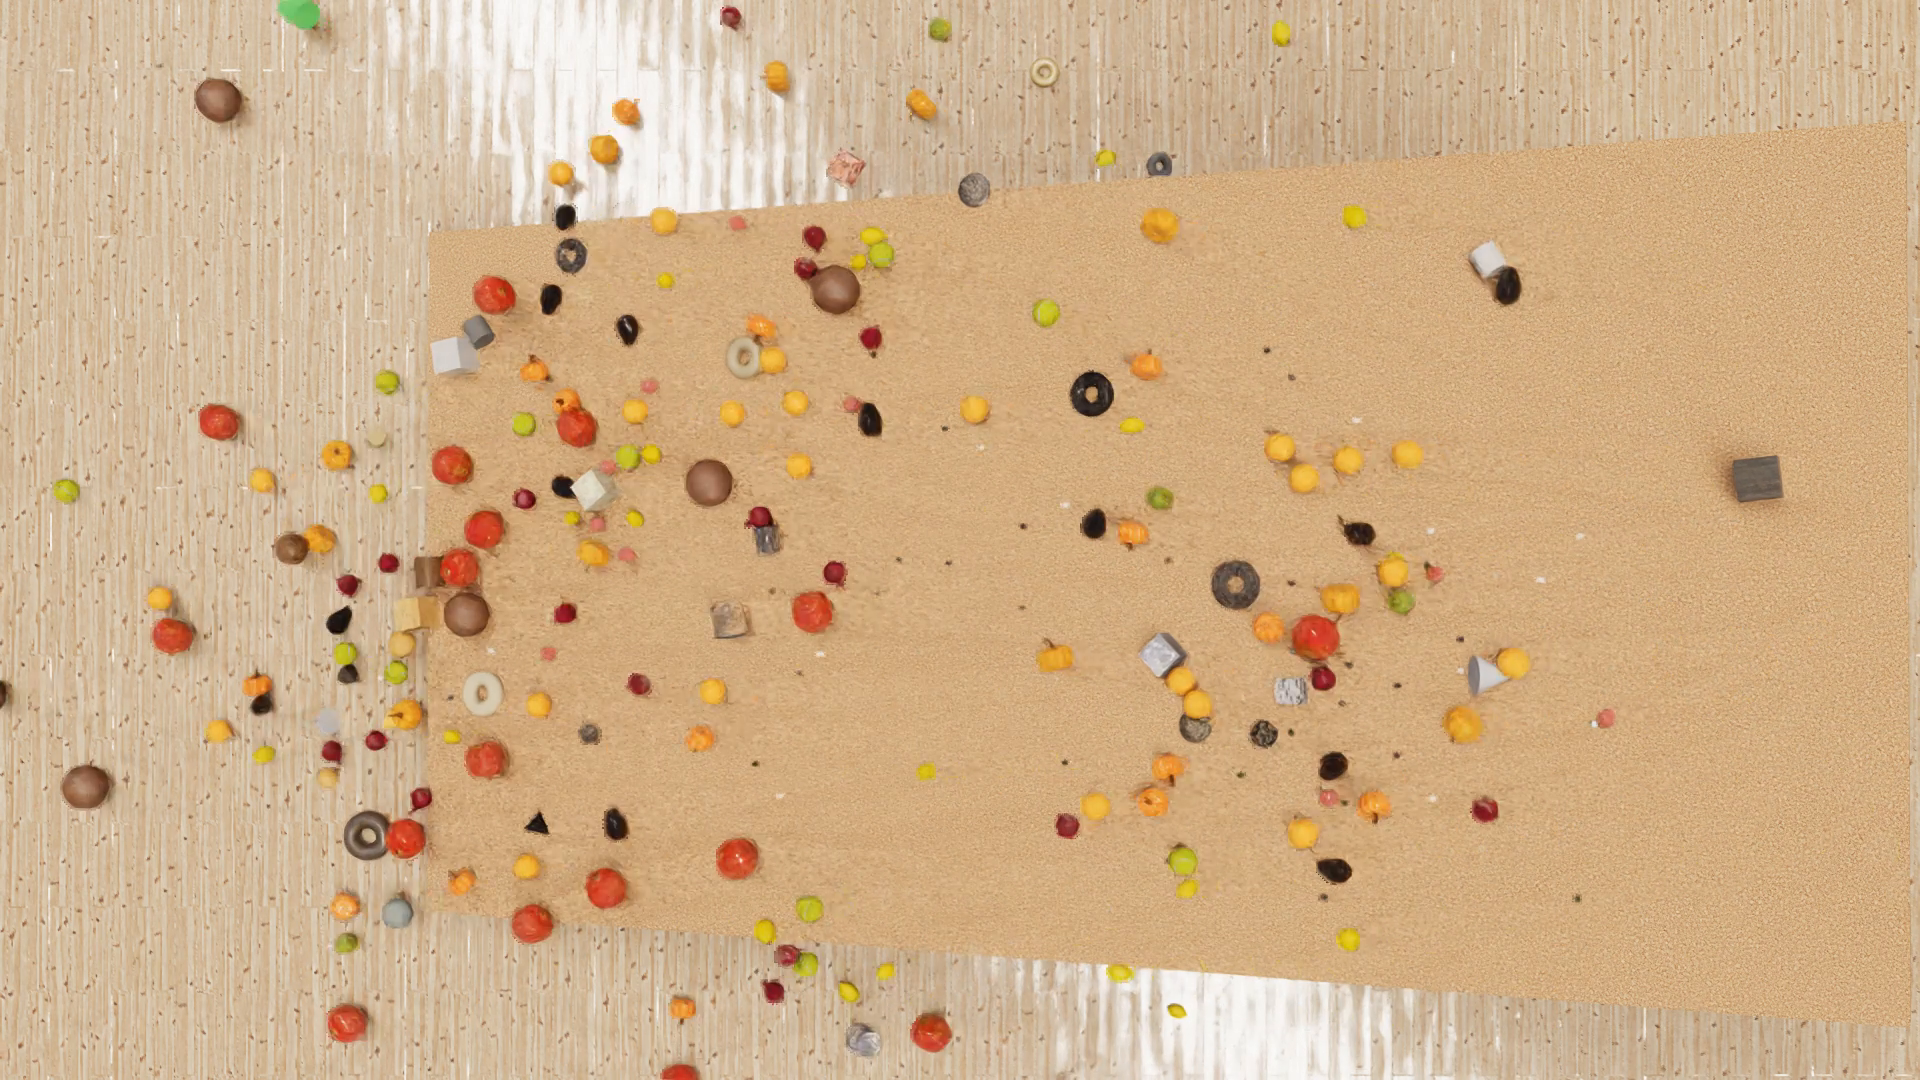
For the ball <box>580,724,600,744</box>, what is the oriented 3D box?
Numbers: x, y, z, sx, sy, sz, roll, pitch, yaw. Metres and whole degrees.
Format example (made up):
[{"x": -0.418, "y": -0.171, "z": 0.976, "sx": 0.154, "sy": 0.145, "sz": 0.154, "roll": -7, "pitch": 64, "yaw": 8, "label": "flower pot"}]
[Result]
[{"x": -1.043, "y": 0.546, "z": 6.203, "sx": 0.056, "sy": 0.056, "sz": 0.056, "roll": 0, "pitch": 89, "yaw": 0, "label": "ball"}]

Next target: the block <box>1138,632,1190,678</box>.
[{"x": 0.509, "y": 0.287, "z": 5.505, "sx": 0.078, "sy": 0.078, "sz": 0.078, "roll": -47, "pitch": 72, "yaw": 16, "label": "block"}]

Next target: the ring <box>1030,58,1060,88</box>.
[{"x": 0.253, "y": -1.396, "z": 6.565, "sx": 0.090, "sy": 0.030, "sz": 0.090, "roll": 0, "pitch": 90, "yaw": 1, "label": "ring"}]

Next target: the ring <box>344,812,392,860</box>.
[{"x": -1.758, "y": 0.879, "z": 6.528, "sx": 0.148, "sy": 0.049, "sz": 0.148, "roll": 0, "pitch": 90, "yaw": 1, "label": "ring"}]

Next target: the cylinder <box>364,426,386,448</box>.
[{"x": -1.736, "y": -0.304, "z": 6.523, "sx": 0.055, "sy": 0.055, "sz": 0.055, "roll": 3, "pitch": 81, "yaw": -21, "label": "cylinder"}]

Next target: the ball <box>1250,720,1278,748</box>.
[{"x": 0.737, "y": 0.471, "z": 5.333, "sx": 0.066, "sy": 0.066, "sz": 0.066, "roll": 0, "pitch": 89, "yaw": 0, "label": "ball"}]

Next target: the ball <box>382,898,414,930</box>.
[{"x": -1.650, "y": 1.096, "z": 6.448, "sx": 0.091, "sy": 0.091, "sz": 0.091, "roll": 0, "pitch": 89, "yaw": 0, "label": "ball"}]

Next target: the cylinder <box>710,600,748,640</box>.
[{"x": -0.626, "y": 0.216, "z": 5.948, "sx": 0.088, "sy": 0.088, "sz": 0.088, "roll": -8, "pitch": 98, "yaw": 0, "label": "cylinder"}]

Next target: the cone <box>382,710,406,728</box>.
[{"x": -1.664, "y": 0.538, "z": 6.499, "sx": 0.063, "sy": 0.063, "sz": 0.063, "roll": 18, "pitch": 89, "yaw": -1, "label": "cone"}]

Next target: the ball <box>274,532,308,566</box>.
[{"x": -1.957, "y": 0.027, "z": 6.438, "sx": 0.096, "sy": 0.096, "sz": 0.096, "roll": 0, "pitch": 89, "yaw": 0, "label": "ball"}]

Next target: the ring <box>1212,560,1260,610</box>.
[{"x": 0.683, "y": 0.111, "z": 5.450, "sx": 0.126, "sy": 0.042, "sz": 0.126, "roll": -1, "pitch": 88, "yaw": 25, "label": "ring"}]

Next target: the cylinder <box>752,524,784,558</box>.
[{"x": -0.521, "y": 0.001, "z": 5.969, "sx": 0.071, "sy": 0.071, "sz": 0.071, "roll": -13, "pitch": 75, "yaw": 0, "label": "cylinder"}]

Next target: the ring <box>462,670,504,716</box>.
[{"x": -1.379, "y": 0.442, "z": 6.360, "sx": 0.136, "sy": 0.045, "sz": 0.136, "roll": -1, "pitch": 88, "yaw": 24, "label": "ring"}]

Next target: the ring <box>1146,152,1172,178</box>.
[{"x": 0.537, "y": -1.005, "z": 5.919, "sx": 0.077, "sy": 0.026, "sz": 0.077, "roll": -3, "pitch": 96, "yaw": -25, "label": "ring"}]

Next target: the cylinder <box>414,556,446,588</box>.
[{"x": -1.546, "y": 0.092, "z": 6.412, "sx": 0.088, "sy": 0.088, "sz": 0.088, "roll": -4, "pitch": 90, "yaw": 0, "label": "cylinder"}]

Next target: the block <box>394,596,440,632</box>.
[{"x": -1.590, "y": 0.216, "z": 6.432, "sx": 0.087, "sy": 0.087, "sz": 0.087, "roll": -10, "pitch": 85, "yaw": 24, "label": "block"}]

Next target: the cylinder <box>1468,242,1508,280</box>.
[{"x": 1.248, "y": -0.660, "z": 5.195, "sx": 0.066, "sy": 0.066, "sz": 0.066, "roll": -29, "pitch": 77, "yaw": 0, "label": "cylinder"}]

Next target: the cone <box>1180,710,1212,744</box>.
[{"x": 0.573, "y": 0.467, "z": 5.471, "sx": 0.085, "sy": 0.085, "sz": 0.085, "roll": 0, "pitch": 89, "yaw": 24, "label": "cone"}]

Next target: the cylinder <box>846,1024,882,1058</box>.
[{"x": -0.285, "y": 1.477, "z": 6.487, "sx": 0.077, "sy": 0.077, "sz": 0.077, "roll": -4, "pitch": 97, "yaw": -31, "label": "cylinder"}]

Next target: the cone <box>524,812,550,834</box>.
[{"x": -1.197, "y": 0.821, "z": 6.282, "sx": 0.067, "sy": 0.067, "sz": 0.067, "roll": 42, "pitch": 89, "yaw": -9, "label": "cone"}]

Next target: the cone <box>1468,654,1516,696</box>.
[{"x": 1.262, "y": 0.319, "z": 5.189, "sx": 0.100, "sy": 0.100, "sz": 0.100, "roll": 0, "pitch": 89, "yaw": -3, "label": "cone"}]

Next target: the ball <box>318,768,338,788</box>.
[{"x": -1.875, "y": 0.708, "z": 6.525, "sx": 0.060, "sy": 0.060, "sz": 0.060, "roll": 0, "pitch": 89, "yaw": 0, "label": "ball"}]

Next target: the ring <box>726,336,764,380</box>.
[{"x": -0.589, "y": -0.499, "z": 6.023, "sx": 0.120, "sy": 0.040, "sz": 0.120, "roll": 0, "pitch": 89, "yaw": 25, "label": "ring"}]

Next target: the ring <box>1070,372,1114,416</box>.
[{"x": 0.337, "y": -0.372, "z": 5.612, "sx": 0.116, "sy": 0.039, "sz": 0.116, "roll": 0, "pitch": 91, "yaw": 24, "label": "ring"}]

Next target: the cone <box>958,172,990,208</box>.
[{"x": 0.020, "y": -0.918, "z": 5.729, "sx": 0.092, "sy": 0.092, "sz": 0.092, "roll": 0, "pitch": 89, "yaw": 24, "label": "cone"}]

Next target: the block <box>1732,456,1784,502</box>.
[{"x": 1.792, "y": -0.137, "z": 4.933, "sx": 0.093, "sy": 0.093, "sz": 0.093, "roll": -7, "pitch": 87, "yaw": 24, "label": "block"}]

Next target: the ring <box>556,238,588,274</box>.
[{"x": -1.106, "y": -0.809, "z": 6.259, "sx": 0.104, "sy": 0.035, "sz": 0.104, "roll": 0, "pitch": 90, "yaw": 23, "label": "ring"}]

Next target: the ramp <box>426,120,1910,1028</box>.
[{"x": 0.283, "y": 0.084, "z": 5.705, "sx": 4.000, "sy": 0.100, "sz": 2.000, "roll": 0, "pitch": 89, "yaw": 24, "label": "ramp"}]

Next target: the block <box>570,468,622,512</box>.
[{"x": -1.023, "y": -0.140, "z": 6.187, "sx": 0.084, "sy": 0.084, "sz": 0.084, "roll": -39, "pitch": 75, "yaw": 19, "label": "block"}]

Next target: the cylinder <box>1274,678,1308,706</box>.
[{"x": 0.810, "y": 0.371, "z": 5.378, "sx": 0.065, "sy": 0.065, "sz": 0.065, "roll": -1, "pitch": 89, "yaw": 30, "label": "cylinder"}]

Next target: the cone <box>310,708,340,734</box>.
[{"x": -1.904, "y": 0.545, "z": 6.537, "sx": 0.082, "sy": 0.082, "sz": 0.082, "roll": -14, "pitch": 89, "yaw": 28, "label": "cone"}]

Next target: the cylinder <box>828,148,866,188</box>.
[{"x": -0.310, "y": -1.016, "z": 6.010, "sx": 0.077, "sy": 0.077, "sz": 0.077, "roll": 33, "pitch": 100, "yaw": 0, "label": "cylinder"}]

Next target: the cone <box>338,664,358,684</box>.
[{"x": -1.802, "y": 0.409, "z": 6.515, "sx": 0.061, "sy": 0.061, "sz": 0.061, "roll": -18, "pitch": 119, "yaw": -34, "label": "cone"}]

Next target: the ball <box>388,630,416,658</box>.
[{"x": -1.639, "y": 0.306, "z": 6.458, "sx": 0.081, "sy": 0.081, "sz": 0.081, "roll": 0, "pitch": 89, "yaw": 0, "label": "ball"}]

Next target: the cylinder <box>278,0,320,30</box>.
[{"x": -1.939, "y": -1.557, "z": 6.452, "sx": 0.086, "sy": 0.086, "sz": 0.086, "roll": -49, "pitch": 60, "yaw": -1, "label": "cylinder"}]

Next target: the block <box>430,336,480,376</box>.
[{"x": -1.466, "y": -0.532, "z": 6.384, "sx": 0.092, "sy": 0.092, "sz": 0.092, "roll": -12, "pitch": 85, "yaw": 23, "label": "block"}]

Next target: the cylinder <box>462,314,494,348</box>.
[{"x": -1.393, "y": -0.603, "z": 6.365, "sx": 0.069, "sy": 0.069, "sz": 0.069, "roll": -34, "pitch": 76, "yaw": 0, "label": "cylinder"}]
